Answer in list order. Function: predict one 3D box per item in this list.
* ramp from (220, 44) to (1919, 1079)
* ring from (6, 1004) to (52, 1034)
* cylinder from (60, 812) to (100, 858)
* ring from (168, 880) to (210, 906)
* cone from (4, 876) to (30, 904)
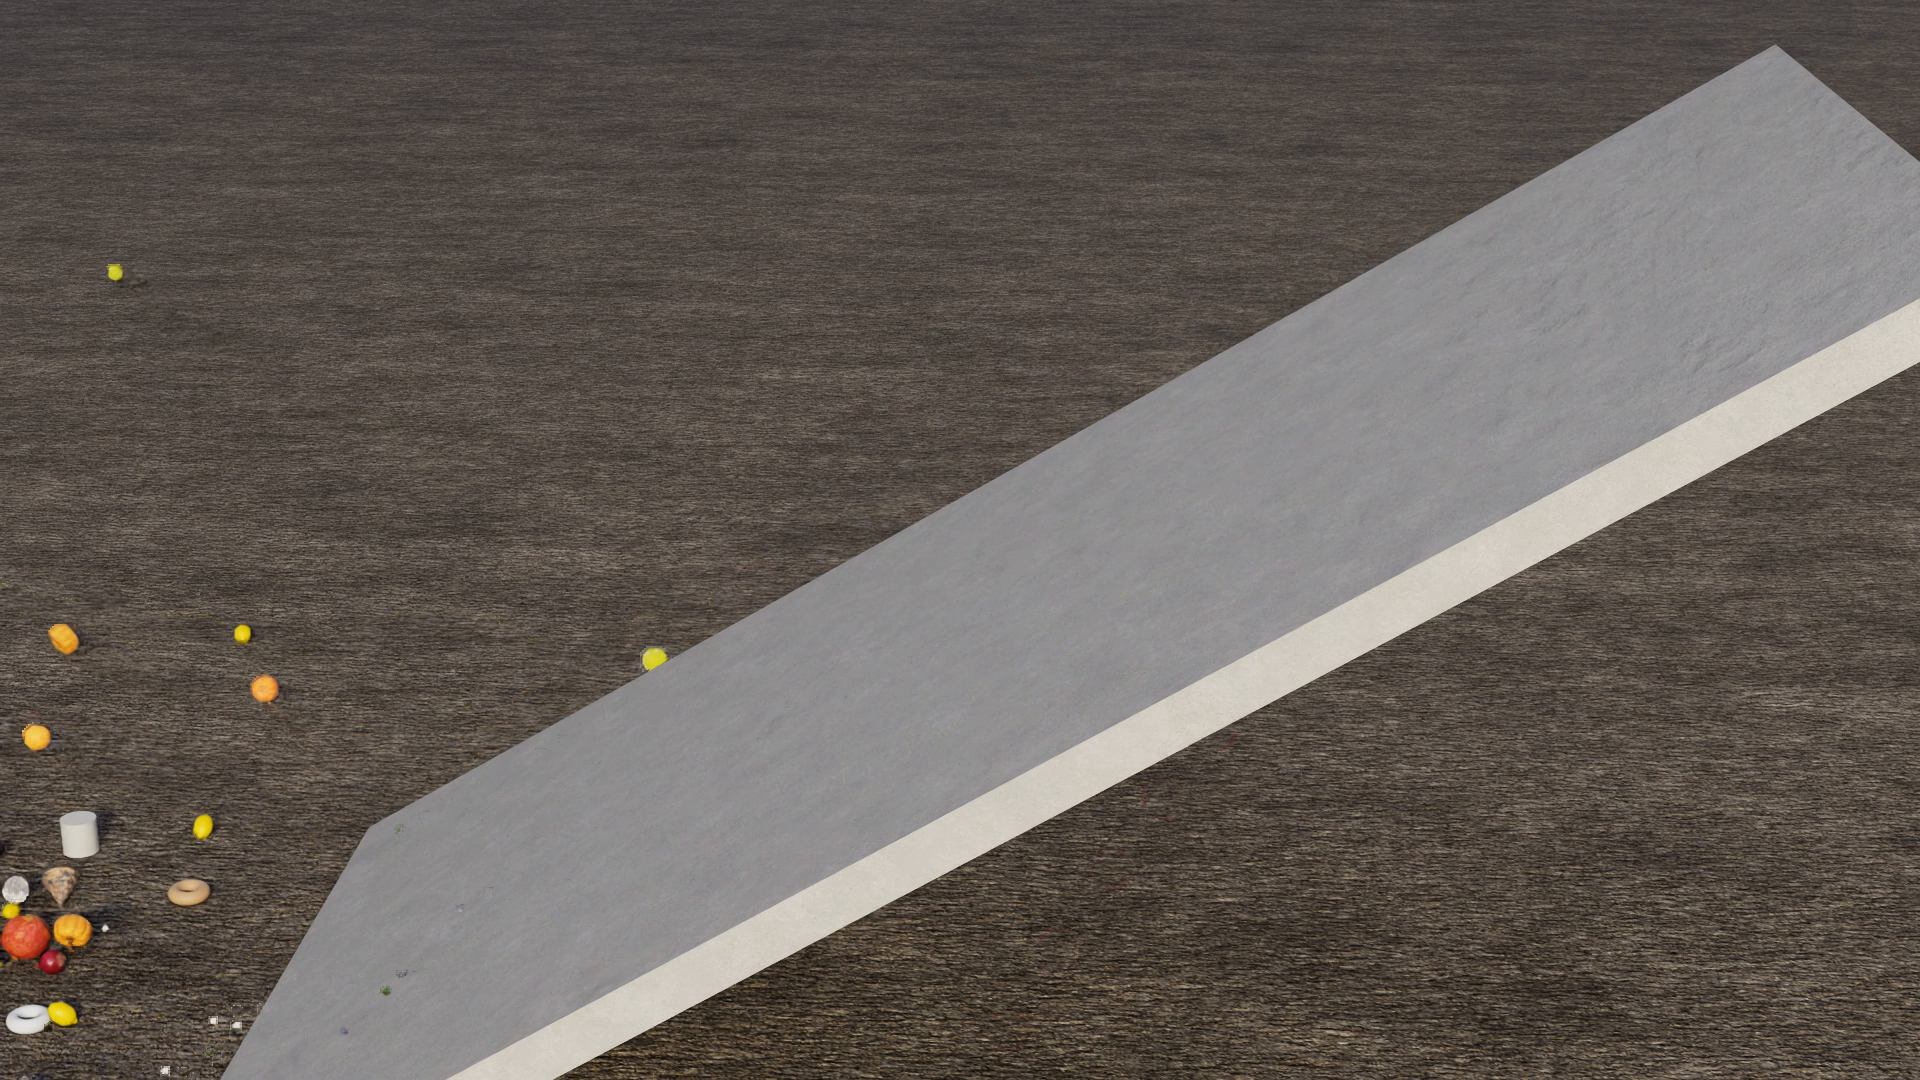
[{"bbox_3d":[0.142,0.168,6.287,4.000,0.100,2.000,-29,15,12],"label":"ramp"},{"bbox_3d":[-2.154,1.110,6.807,0.104,0.035,0.104,1,20,0],"label":"ring"},{"bbox_3d":[-2.304,0.771,7.700,0.092,0.092,0.092,0,19,0],"label":"cylinder"},{"bbox_3d":[-1.949,0.891,7.438,0.106,0.035,0.106,1,20,0],"label":"ring"},{"bbox_3d":[-2.375,0.888,7.453,0.071,0.071,0.071,3,-7,10],"label":"cone"}]
